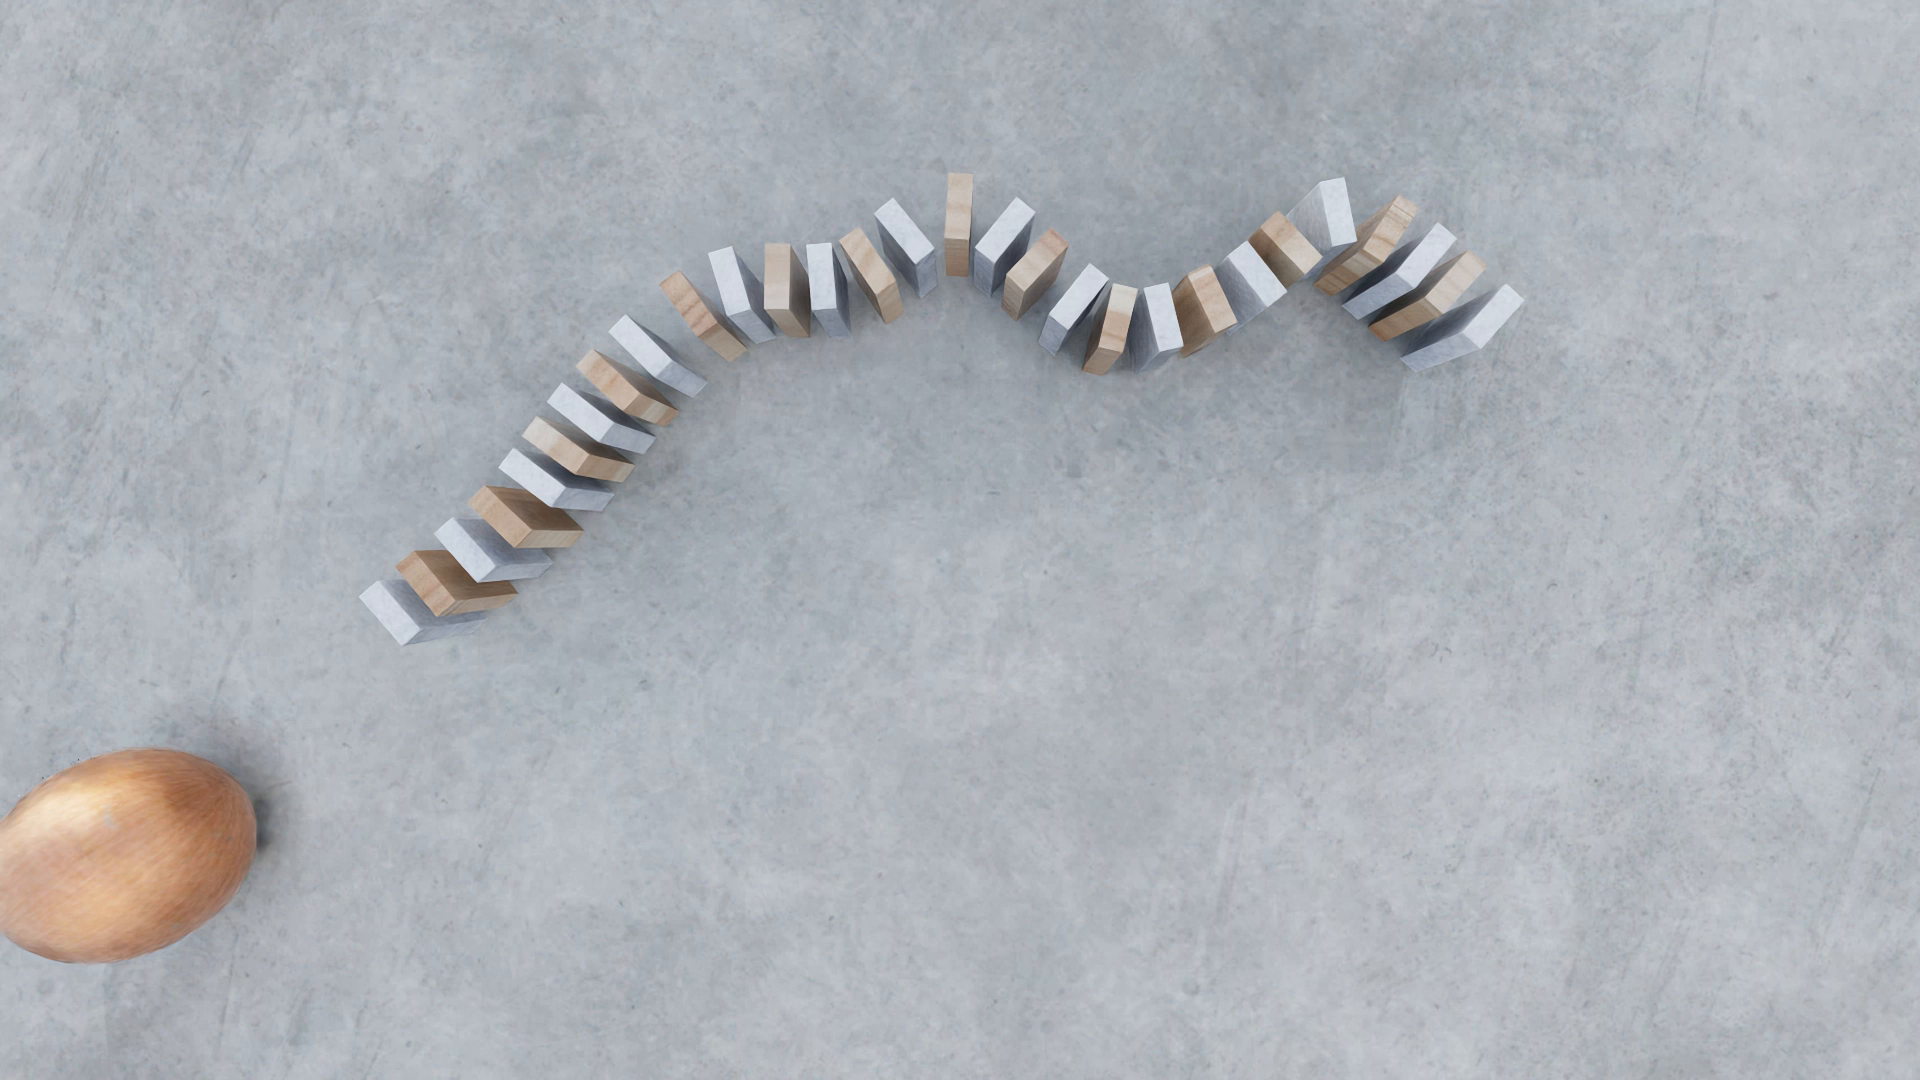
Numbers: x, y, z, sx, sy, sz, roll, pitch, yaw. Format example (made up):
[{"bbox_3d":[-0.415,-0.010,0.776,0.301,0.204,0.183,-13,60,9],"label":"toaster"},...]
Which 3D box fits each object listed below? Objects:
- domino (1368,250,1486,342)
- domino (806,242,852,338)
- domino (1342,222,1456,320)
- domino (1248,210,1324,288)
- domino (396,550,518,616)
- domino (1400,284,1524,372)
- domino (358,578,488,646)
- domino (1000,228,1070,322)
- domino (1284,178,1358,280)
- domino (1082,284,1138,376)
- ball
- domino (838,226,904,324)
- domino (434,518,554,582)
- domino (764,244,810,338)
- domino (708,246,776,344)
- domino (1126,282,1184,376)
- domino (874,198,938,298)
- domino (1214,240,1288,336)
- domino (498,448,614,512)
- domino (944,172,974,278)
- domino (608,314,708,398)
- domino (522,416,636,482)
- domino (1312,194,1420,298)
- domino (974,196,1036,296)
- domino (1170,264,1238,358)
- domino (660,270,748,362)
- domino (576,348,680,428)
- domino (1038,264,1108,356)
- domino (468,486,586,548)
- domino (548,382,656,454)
[{"bbox_3d":[0.190,-0.099,0.375,0.010,0.050,0.025,43,90,0],"label":"domino"},{"bbox_3d":[-0.053,-0.101,0.375,0.010,0.050,0.025,-5,90,0],"label":"domino"},{"bbox_3d":[0.178,-0.109,0.375,0.010,0.050,0.025,40,90,0],"label":"domino"},{"bbox_3d":[0.127,-0.114,0.375,0.009,0.050,0.025,-44,90,0],"label":"domino"},{"bbox_3d":[-0.204,0.017,0.375,0.009,0.050,0.025,-40,90,0],"label":"domino"},{"bbox_3d":[0.204,-0.085,0.375,0.009,0.050,0.025,42,90,0],"label":"domino"},{"bbox_3d":[-0.218,0.028,0.375,0.009,0.050,0.025,-41,90,0],"label":"domino"},{"bbox_3d":[0.030,-0.107,0.375,0.009,0.050,0.025,44,90,0],"label":"domino"},{"bbox_3d":[0.145,-0.125,0.375,0.009,0.050,0.025,-11,90,0],"label":"domino"},{"bbox_3d":[0.060,-0.085,0.375,0.010,0.050,0.025,13,90,0],"label":"domino"},{"bbox_3d":[-0.326,0.123,0.360,0.080,0.080,0.080,0,90,0],"label":"ball"},{"bbox_3d":[-0.035,-0.107,0.375,0.009,0.050,0.025,-34,90,0],"label":"domino"},{"bbox_3d":[-0.189,0.004,0.375,0.009,0.050,0.025,-42,90,0],"label":"domino"},{"bbox_3d":[-0.070,-0.101,0.375,0.009,0.050,0.025,1,90,0],"label":"domino"},{"bbox_3d":[-0.088,-0.099,0.375,0.010,0.050,0.025,-17,90,0],"label":"domino"},{"bbox_3d":[0.078,-0.085,0.375,0.010,0.050,0.025,-14,90,0],"label":"domino"},{"bbox_3d":[-0.021,-0.118,0.375,0.009,0.050,0.025,-39,90,0],"label":"domino"},{"bbox_3d":[0.114,-0.102,0.375,0.009,0.050,0.025,-38,90,0],"label":"domino"},{"bbox_3d":[-0.164,-0.024,0.375,0.025,0.050,0.009,37,90,0],"label":"domino"},{"bbox_3d":[0.000,-0.128,0.375,0.009,0.050,0.025,4,90,0],"label":"domino"},{"bbox_3d":[-0.122,-0.074,0.375,0.025,0.050,0.010,45,90,0],"label":"domino"},{"bbox_3d":[-0.155,-0.036,0.375,0.025,0.050,0.010,36,90,0],"label":"domino"},{"bbox_3d":[0.165,-0.119,0.375,0.009,0.050,0.025,33,90,0],"label":"domino"},{"bbox_3d":[0.017,-0.119,0.375,0.010,0.050,0.025,39,90,0],"label":"domino"},{"bbox_3d":[0.096,-0.092,0.375,0.010,0.050,0.025,-26,90,0],"label":"domino"},{"bbox_3d":[-0.104,-0.090,0.375,0.009,0.050,0.025,-36,90,0],"label":"domino"},{"bbox_3d":[-0.135,-0.061,0.375,0.025,0.050,0.009,43,90,0],"label":"domino"},{"bbox_3d":[0.045,-0.093,0.375,0.009,0.050,0.025,39,90,0],"label":"domino"},{"bbox_3d":[-0.176,-0.009,0.375,0.025,0.050,0.010,43,90,0],"label":"domino"},{"bbox_3d":[-0.145,-0.049,0.375,0.025,0.050,0.010,38,90,0],"label":"domino"}]
